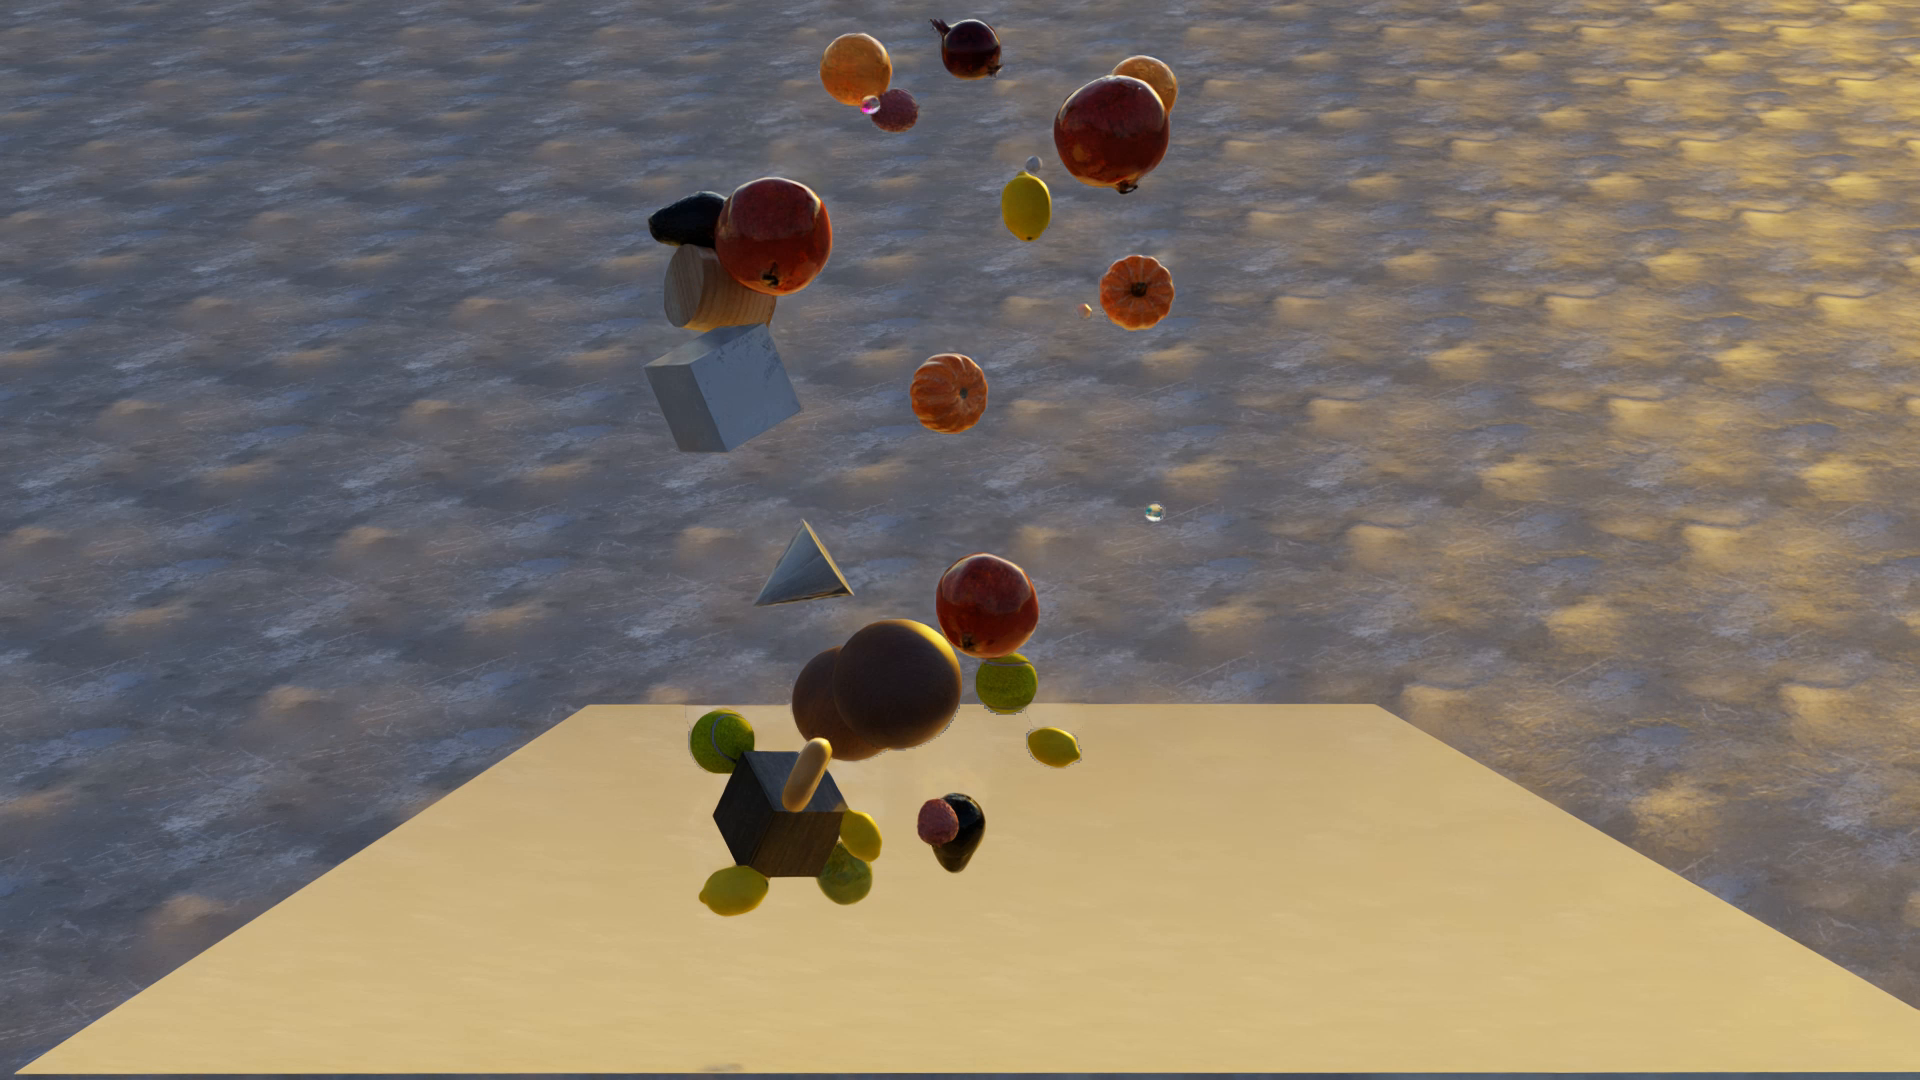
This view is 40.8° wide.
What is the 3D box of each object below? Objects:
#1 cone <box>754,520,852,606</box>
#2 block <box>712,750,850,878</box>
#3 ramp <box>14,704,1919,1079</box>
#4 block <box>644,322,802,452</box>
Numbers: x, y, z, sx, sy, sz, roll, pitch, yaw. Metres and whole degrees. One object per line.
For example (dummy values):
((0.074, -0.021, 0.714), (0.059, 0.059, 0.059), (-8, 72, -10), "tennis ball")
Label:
((-0.167, 0.041, 2.531), (0.090, 0.090, 0.090), (-33, 30, 0), "cone")
((-0.189, 0.289, 2.722), (0.093, 0.093, 0.093), (5, 35, -34), "block")
((0.058, 0.523, 4.562), (2.000, 0.100, 4.000), (0, 2, 0), "ramp")
((-0.228, -0.145, 2.471), (0.092, 0.092, 0.092), (-32, 19, -30), "block")
